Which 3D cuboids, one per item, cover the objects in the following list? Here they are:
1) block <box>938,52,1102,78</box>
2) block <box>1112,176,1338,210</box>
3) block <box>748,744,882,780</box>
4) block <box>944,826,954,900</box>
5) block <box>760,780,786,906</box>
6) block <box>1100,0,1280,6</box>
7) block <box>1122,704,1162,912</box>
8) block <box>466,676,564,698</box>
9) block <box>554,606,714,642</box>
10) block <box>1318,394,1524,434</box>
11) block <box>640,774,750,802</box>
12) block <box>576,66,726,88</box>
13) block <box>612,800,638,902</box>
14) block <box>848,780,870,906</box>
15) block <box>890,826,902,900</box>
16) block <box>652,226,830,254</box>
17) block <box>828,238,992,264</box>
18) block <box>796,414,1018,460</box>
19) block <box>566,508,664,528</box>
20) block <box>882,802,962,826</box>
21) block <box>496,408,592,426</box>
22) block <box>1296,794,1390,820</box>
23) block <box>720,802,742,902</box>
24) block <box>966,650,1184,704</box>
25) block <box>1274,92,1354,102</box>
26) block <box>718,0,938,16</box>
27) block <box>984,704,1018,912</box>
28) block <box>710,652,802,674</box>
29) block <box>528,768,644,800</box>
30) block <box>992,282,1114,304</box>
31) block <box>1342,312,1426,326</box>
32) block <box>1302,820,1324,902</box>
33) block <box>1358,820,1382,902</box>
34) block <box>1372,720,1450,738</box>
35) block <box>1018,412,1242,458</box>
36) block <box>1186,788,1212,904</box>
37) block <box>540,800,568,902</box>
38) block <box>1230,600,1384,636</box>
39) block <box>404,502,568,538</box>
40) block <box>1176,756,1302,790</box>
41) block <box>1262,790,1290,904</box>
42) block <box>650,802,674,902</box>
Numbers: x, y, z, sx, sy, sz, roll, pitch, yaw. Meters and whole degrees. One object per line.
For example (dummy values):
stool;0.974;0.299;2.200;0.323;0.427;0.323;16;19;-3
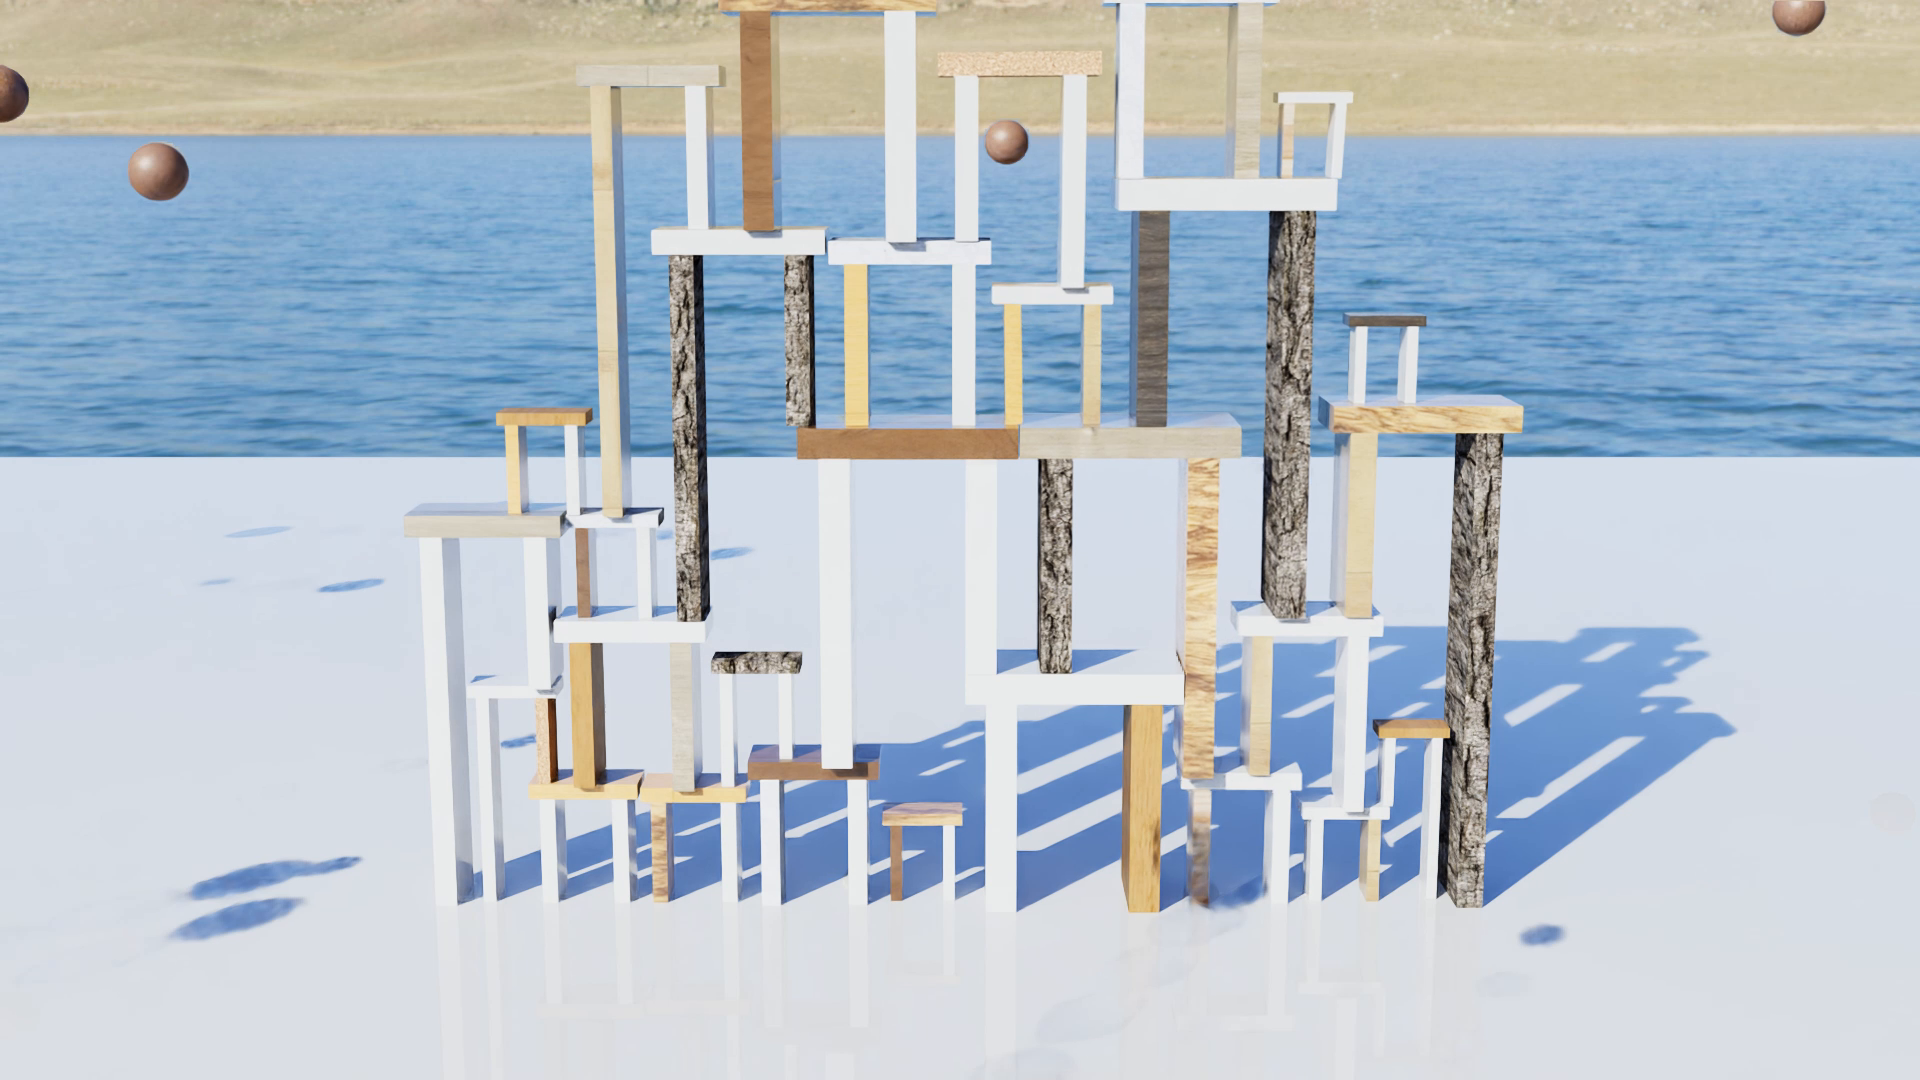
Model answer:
block;0.093;-0.739;3.417;0.250;0.035;0.125;0;11;1
block;0.412;-0.546;3.460;0.335;0.047;0.167;0;11;0
block;-0.239;0.366;3.625;0.213;0.030;0.107;0;11;0
block;-0.018;0.526;3.654;0.018;0.131;0.065;0;11;0
block;-0.310;0.486;3.647;0.030;0.213;0.107;0;11;0
block;0.353;-0.846;3.397;0.265;0.037;0.132;0;11;1
block;0.300;0.419;3.634;0.049;0.349;0.175;0;11;0
block;-0.727;0.240;3.600;0.144;0.020;0.072;0;11;0
block;-0.529;0.136;3.583;0.242;0.034;0.121;0;11;0
block;0.735;-0.203;3.526;0.297;0.042;0.148;0;11;0
block;-0.436;0.409;3.634;0.172;0.024;0.086;0;11;0
block;-0.479;-0.722;3.425;0.219;0.031;0.109;0;11;0
block;-0.557;0.503;3.653;0.025;0.177;0.089;0;11;0
block;-0.167;0.486;3.647;0.030;0.213;0.107;0;10;0
block;-0.105;0.526;3.654;0.018;0.131;0.065;0;11;0
block;-0.344;-0.473;3.472;0.268;0.038;0.134;0;11;0
block;-0.078;-0.458;3.476;0.253;0.036;0.126;0;11;0
block;-0.082;-0.166;3.524;0.346;0.049;0.173;0;11;0
block;-0.557;-0.037;3.554;0.148;0.021;0.074;0;11;0
block;-0.062;0.453;3.640;0.131;0.018;0.065;0;11;0
block;-0.664;-0.198;3.520;0.141;0.020;0.071;0;11;0
block;0.633;0.442;3.639;0.141;0.020;0.071;0;11;0
block;-0.379;0.506;3.652;0.024;0.172;0.086;0;11;0
block;0.183;0.223;3.597;0.349;0.049;0.175;0;11;0
block;0.551;-0.691;3.430;0.115;0.016;0.058;0;12;0
block;-0.201;-0.837;3.401;0.328;0.047;0.164;0;11;0
block;0.067;0.419;3.634;0.049;0.349;0.175;0;11;0
block;-0.332;0.200;3.594;0.143;0.020;0.072;0;11;0
block;-0.616;0.403;3.635;0.177;0.025;0.089;0;11;0
block;0.145;-0.391;3.484;0.189;0.027;0.095;0;11;0
block;0.674;-0.351;3.496;0.122;0.017;0.061;0;11;0
block;0.587;0.521;3.653;0.020;0.141;0.071;0;11;0
block;0.681;0.521;3.654;0.020;0.141;0.071;0;11;0
block;0.742;0.310;3.617;0.115;0.016;0.058;0;11;0
block;0.267;-0.168;3.526;0.346;0.049;0.173;0;11;0
block;0.396;0.494;3.650;0.028;0.195;0.098;0;11;0
block;-0.675;0.503;3.653;0.025;0.177;0.089;0;11;0
block;0.562;0.128;3.578;0.231;0.033;0.116;0;11;0
block;-0.760;-0.033;3.555;0.248;0.035;0.124;0;11;0
block;0.459;0.384;3.629;0.195;0.028;0.098;1;11;1
block;0.526;0.494;3.650;0.028;0.195;0.098;0;11;0
block;-0.493;0.506;3.652;0.024;0.172;0.086;0;11;0
